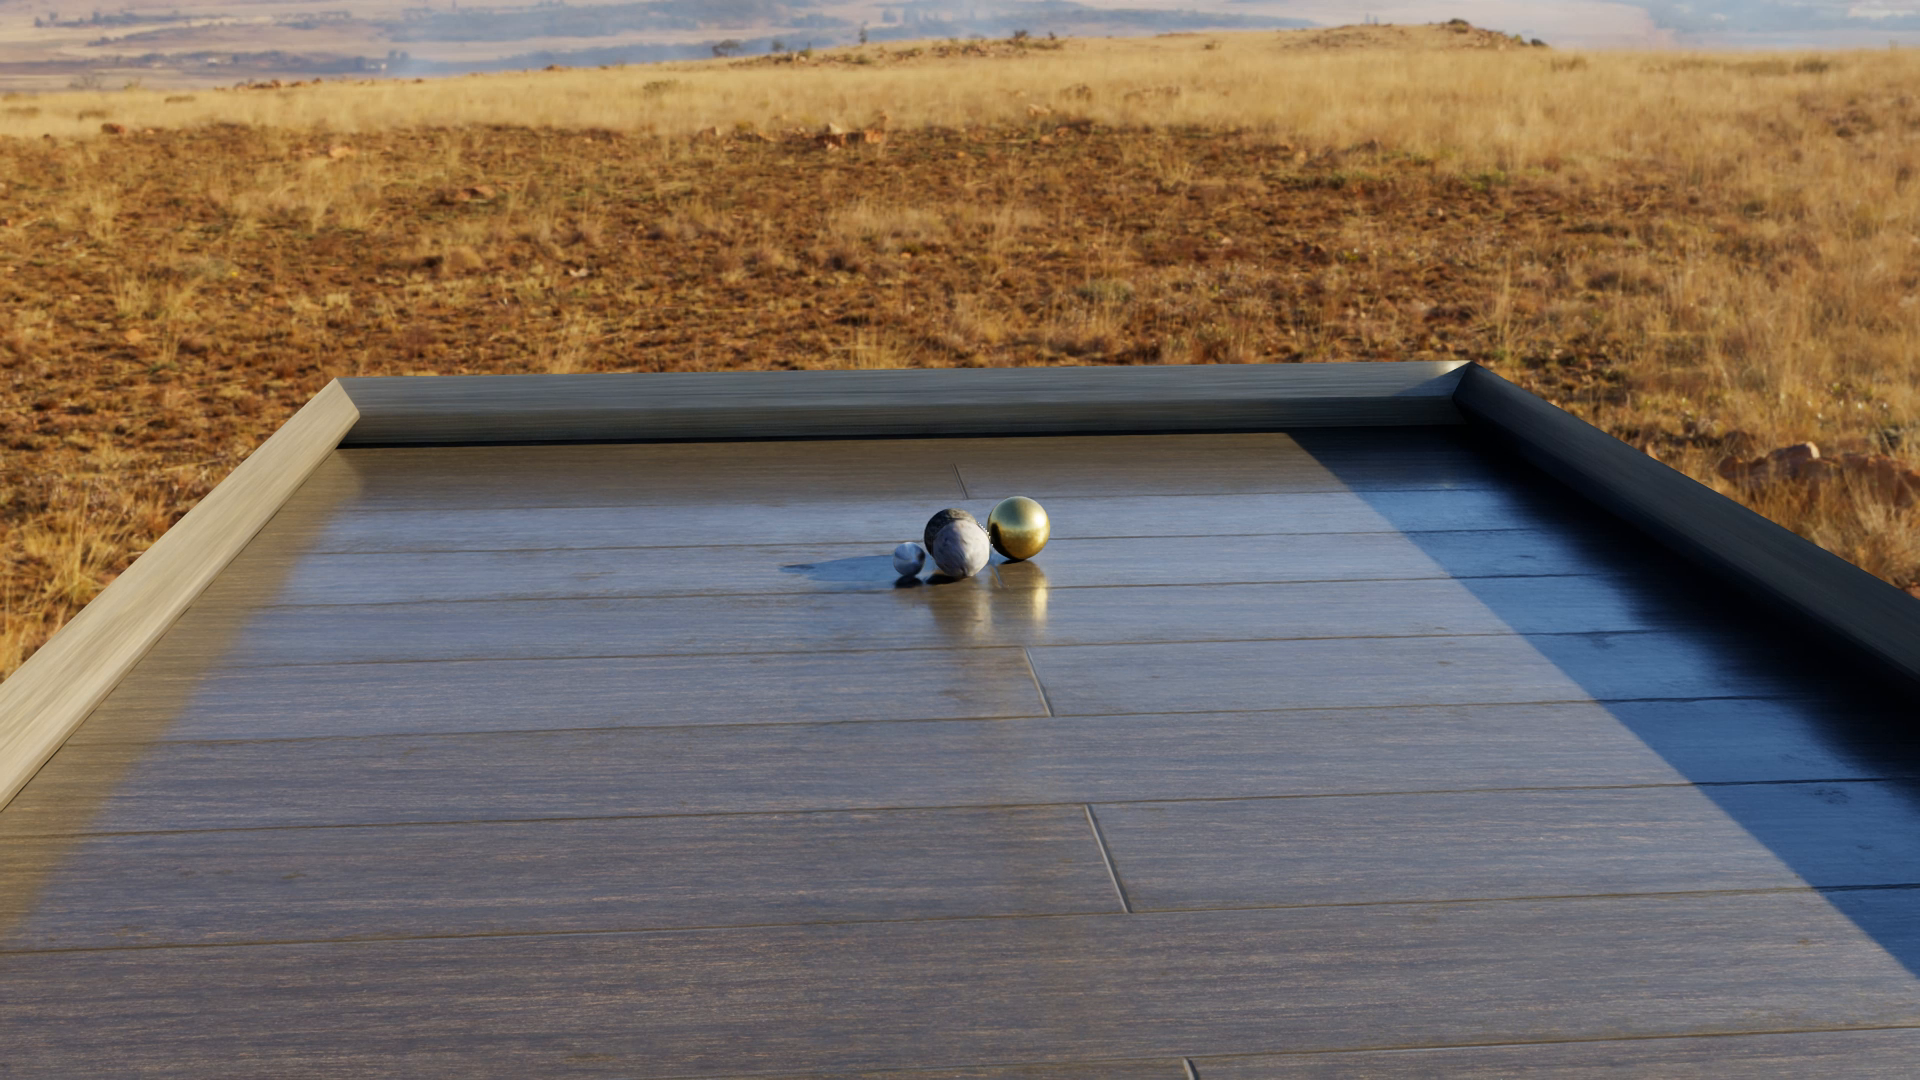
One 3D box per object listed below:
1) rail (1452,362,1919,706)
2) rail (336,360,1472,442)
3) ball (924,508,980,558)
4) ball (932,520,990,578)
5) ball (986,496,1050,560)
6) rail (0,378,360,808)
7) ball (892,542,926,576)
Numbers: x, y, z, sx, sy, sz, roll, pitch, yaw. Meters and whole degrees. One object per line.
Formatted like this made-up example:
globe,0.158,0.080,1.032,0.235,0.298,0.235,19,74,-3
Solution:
rail,1.006,0.173,2.101,0.045,0.109,3.494,-1,14,-5
rail,-0.073,-0.229,3.688,1.916,0.109,0.045,-1,14,-5
ball,-0.010,-0.005,2.876,0.076,0.076,0.076,0,14,0
ball,0.001,0.012,2.804,0.074,0.074,0.074,0,14,0
ball,0.077,-0.016,2.901,0.084,0.084,0.084,0,14,0
rail,-0.856,0.212,1.945,0.045,0.109,3.494,-1,14,-5
ball,-0.065,0.025,2.824,0.044,0.044,0.044,0,14,0
